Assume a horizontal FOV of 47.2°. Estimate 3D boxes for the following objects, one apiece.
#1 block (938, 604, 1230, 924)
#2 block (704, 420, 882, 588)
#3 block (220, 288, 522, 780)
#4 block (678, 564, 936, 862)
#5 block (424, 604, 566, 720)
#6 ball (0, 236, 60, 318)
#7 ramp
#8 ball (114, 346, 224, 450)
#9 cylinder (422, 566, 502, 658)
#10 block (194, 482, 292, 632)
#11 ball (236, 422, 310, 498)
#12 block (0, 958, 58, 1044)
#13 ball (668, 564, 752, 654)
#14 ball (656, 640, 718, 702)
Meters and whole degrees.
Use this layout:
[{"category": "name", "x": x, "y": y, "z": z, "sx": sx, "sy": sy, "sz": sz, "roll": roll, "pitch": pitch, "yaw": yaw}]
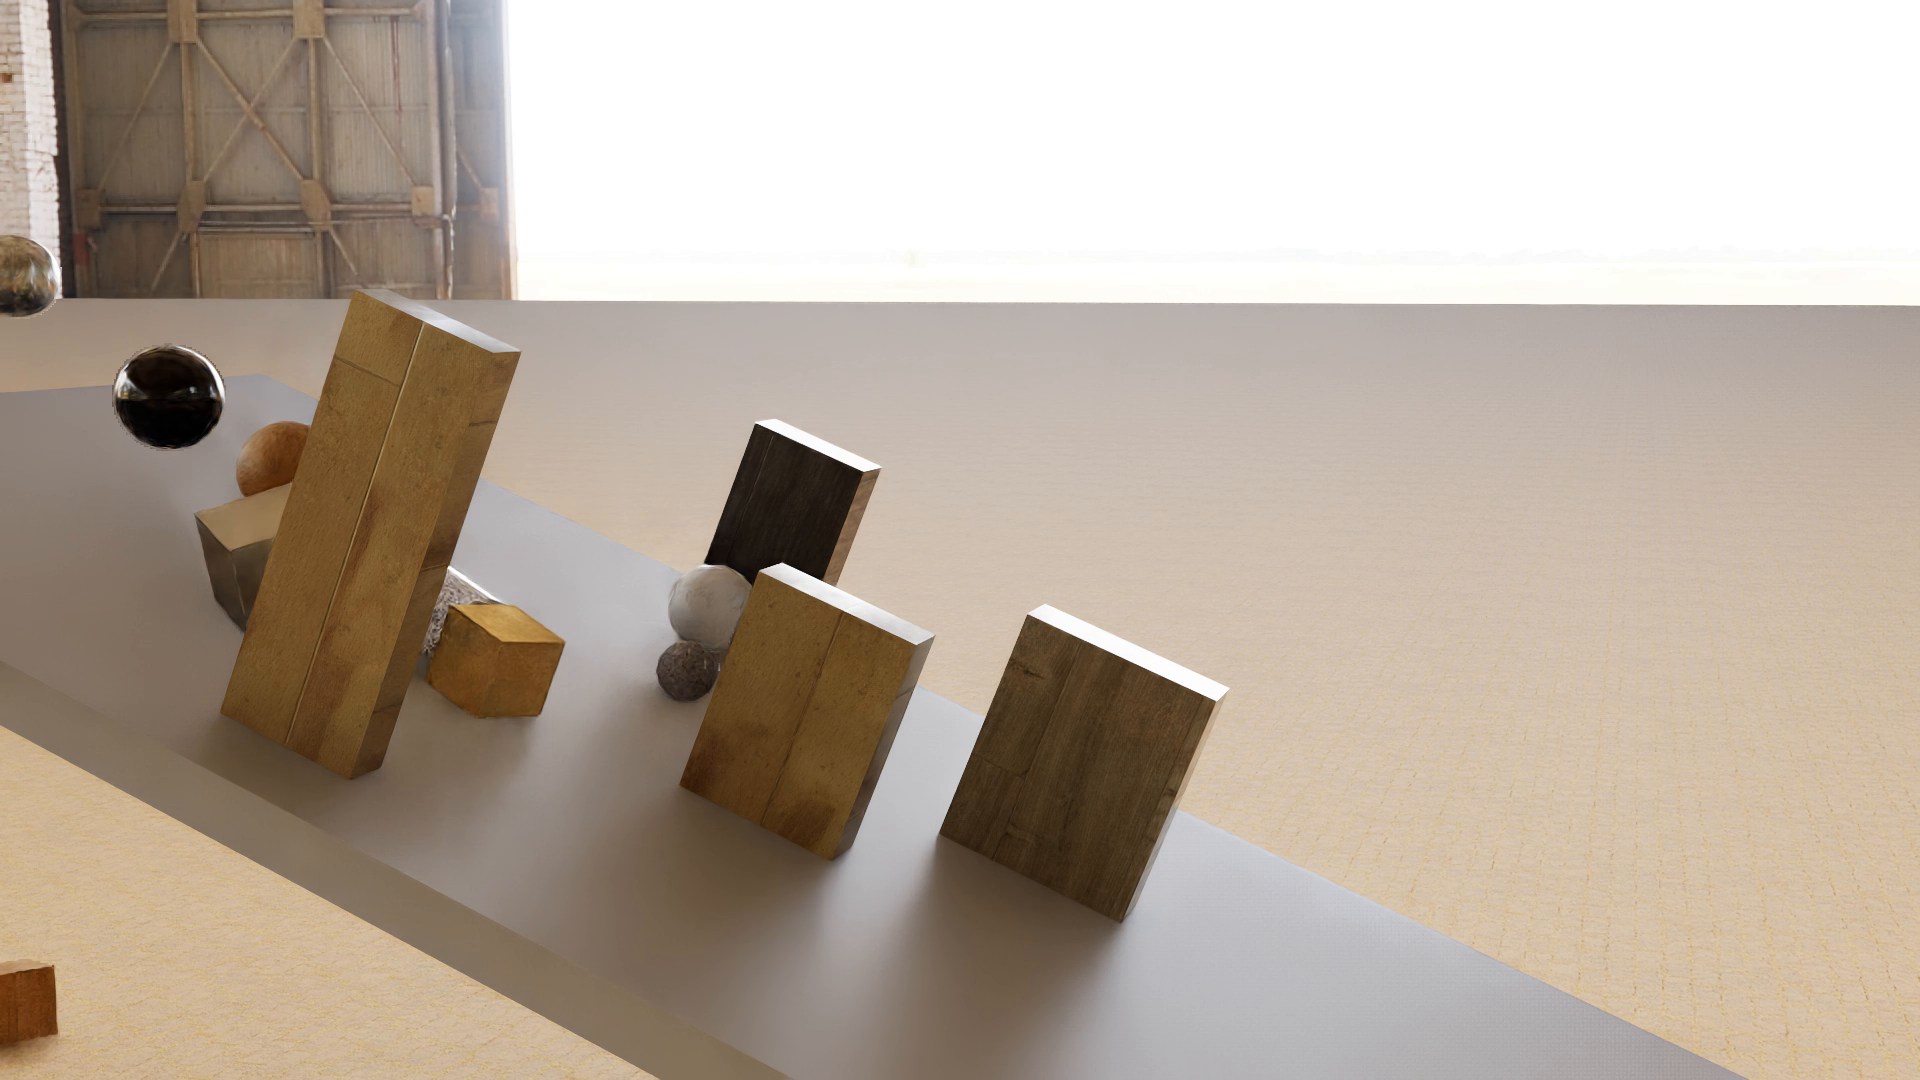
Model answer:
[{"category": "block", "x": 0.237, "y": 0.429, "z": 4.254, "sx": 0.395, "sy": 0.477, "sz": 0.130, "roll": 25, "pitch": 13, "yaw": 13}, {"category": "block", "x": -0.399, "y": 0.011, "z": 4.914, "sx": 0.272, "sy": 0.489, "sz": 0.118, "roll": 25, "pitch": 13, "yaw": 13}, {"category": "block", "x": -0.949, "y": -0.008, "z": 3.524, "sx": 0.258, "sy": 0.741, "sz": 0.092, "roll": 25, "pitch": 13, "yaw": 13}, {"category": "block", "x": -0.279, "y": 0.310, "z": 3.998, "sx": 0.320, "sy": 0.434, "sz": 0.112, "roll": 25, "pitch": 13, "yaw": 13}, {"category": "block", "x": -0.856, "y": 0.223, "z": 4.053, "sx": 0.156, "sy": 0.156, "sz": 0.156, "roll": 30, "pitch": 15, "yaw": 33}, {"category": "ball", "x": -1.915, "y": -0.535, "z": 4.464, "sx": 0.164, "sy": 0.164, "sz": 0.164, "roll": 0, "pitch": 7, "yaw": 0}, {"category": "ramp", "x": -0.308, "y": 0.546, "z": 4.195, "sx": 4.000, "sy": 0.100, "sz": 2.000, "roll": 25, "pitch": 13, "yaw": 13}, {"category": "ball", "x": -1.525, "y": -0.275, "z": 4.244, "sx": 0.200, "sy": 0.200, "sz": 0.200, "roll": 0, "pitch": 7, "yaw": 0}, {"category": "cylinder", "x": -0.967, "y": 0.149, "z": 4.169, "sx": 0.160, "sy": 0.160, "sz": 0.160, "roll": 30, "pitch": 23, "yaw": 32}, {"category": "block", "x": -1.232, "y": 0.036, "z": 3.932, "sx": 0.180, "sy": 0.180, "sz": 0.180, "roll": -21, "pitch": 34, "yaw": -30}, {"category": "ball", "x": -1.394, "y": -0.142, "z": 4.567, "sx": 0.209, "sy": 0.209, "sz": 0.209, "roll": 0, "pitch": 7, "yaw": 0}, {"category": "block", "x": -2.301, "y": 1.116, "z": 5.311, "sx": 0.165, "sy": 0.165, "sz": 0.165, "roll": -2, "pitch": 0, "yaw": 44}, {"category": "ball", "x": -0.536, "y": 0.149, "z": 4.763, "sx": 0.193, "sy": 0.193, "sz": 0.193, "roll": 0, "pitch": 7, "yaw": 0}, {"category": "ball", "x": -0.552, "y": 0.265, "z": 4.450, "sx": 0.123, "sy": 0.123, "sz": 0.123, "roll": 0, "pitch": 7, "yaw": 0}]
